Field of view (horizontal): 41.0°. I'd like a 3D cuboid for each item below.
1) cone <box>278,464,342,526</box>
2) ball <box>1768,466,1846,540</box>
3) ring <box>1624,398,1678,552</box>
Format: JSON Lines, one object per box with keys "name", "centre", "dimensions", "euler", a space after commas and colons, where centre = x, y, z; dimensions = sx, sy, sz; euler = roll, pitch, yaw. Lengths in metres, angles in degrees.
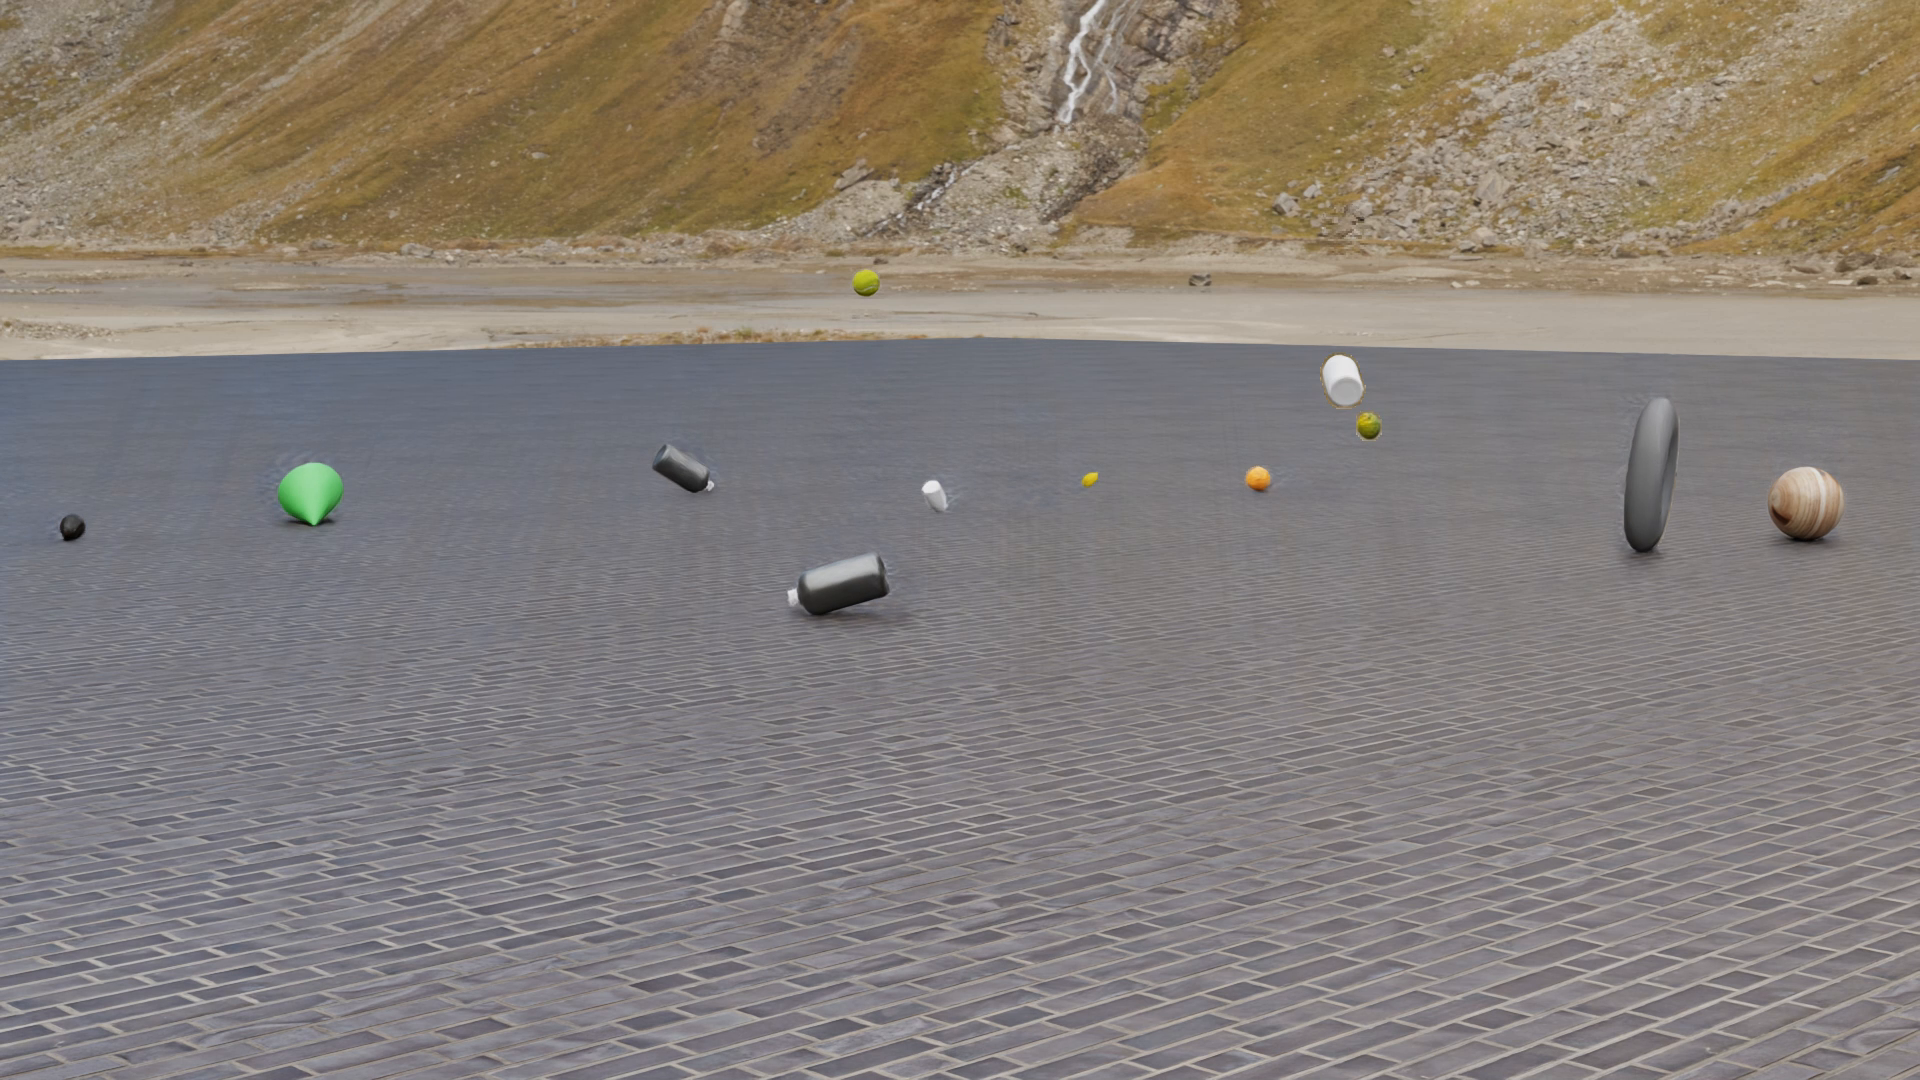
{"name": "cone", "centre": [-1.723, -0.083, 6.828], "dimensions": [0.165, 0.180, 0.188], "euler": [35, 16, -32]}
{"name": "ball", "centre": [2.114, -0.092, 6.408], "dimensions": [0.184, 0.184, 0.184], "euler": [0, 6, 0]}
{"name": "ring", "centre": [1.655, -0.157, 6.143], "dimensions": [0.087, 0.374, 0.171], "euler": [7, -2, 27]}
